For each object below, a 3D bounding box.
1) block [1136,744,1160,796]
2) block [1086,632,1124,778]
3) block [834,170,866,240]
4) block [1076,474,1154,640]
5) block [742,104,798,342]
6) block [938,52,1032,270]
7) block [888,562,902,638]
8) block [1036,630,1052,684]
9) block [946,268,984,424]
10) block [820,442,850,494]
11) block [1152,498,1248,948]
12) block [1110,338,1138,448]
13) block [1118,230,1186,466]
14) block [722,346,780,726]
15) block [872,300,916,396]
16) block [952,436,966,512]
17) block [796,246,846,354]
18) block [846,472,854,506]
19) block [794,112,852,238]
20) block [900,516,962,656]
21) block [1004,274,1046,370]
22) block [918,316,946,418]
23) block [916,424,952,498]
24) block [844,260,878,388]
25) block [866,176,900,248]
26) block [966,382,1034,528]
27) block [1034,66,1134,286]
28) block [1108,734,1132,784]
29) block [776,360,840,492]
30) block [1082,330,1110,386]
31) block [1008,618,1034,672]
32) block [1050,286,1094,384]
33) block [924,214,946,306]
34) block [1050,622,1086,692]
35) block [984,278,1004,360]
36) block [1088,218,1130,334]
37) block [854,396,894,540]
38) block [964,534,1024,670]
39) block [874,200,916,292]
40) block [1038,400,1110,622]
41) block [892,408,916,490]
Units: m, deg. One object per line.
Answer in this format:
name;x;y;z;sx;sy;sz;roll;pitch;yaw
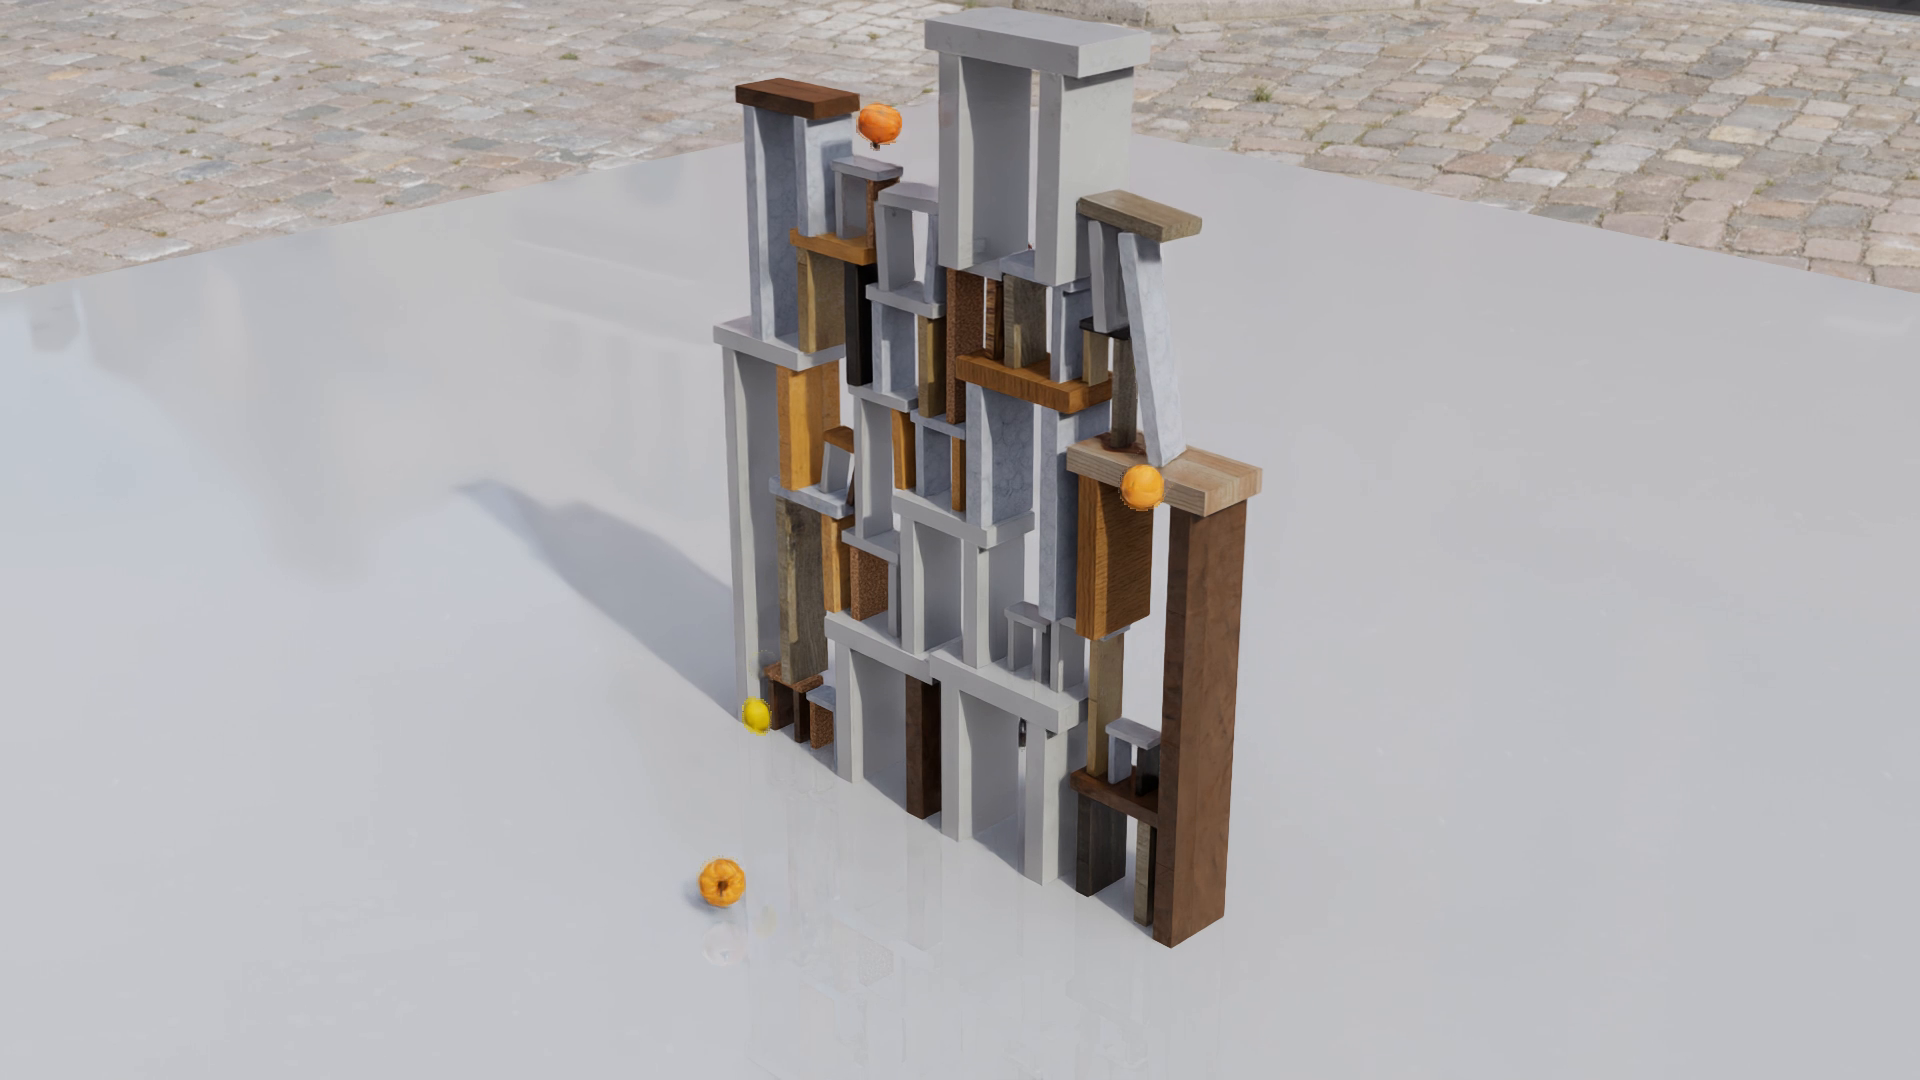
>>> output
block;0.344;0.415;4.024;0.014;0.100;0.050;21;31;40
block;0.269;0.297;4.064;0.020;0.285;0.072;21;31;40
block;-0.206;-0.641;4.181;0.065;0.131;0.018;-20;30;-39
block;0.278;0.011;3.927;0.044;0.308;0.154;21;31;41
block;-0.365;-0.633;4.347;0.114;0.470;0.032;-21;31;-41
block;0.044;-0.680;3.878;0.178;0.377;0.050;-21;32;-40
block;-0.105;0.105;4.386;0.023;0.166;0.083;22;31;40
block;0.166;0.211;4.134;0.015;0.108;0.054;21;31;41
block;0.010;-0.365;4.060;0.022;0.301;0.076;22;32;40
block;-0.250;-0.152;4.435;0.058;0.115;0.016;-19;41;-38
block;0.424;0.322;3.902;0.154;0.860;0.044;-21;31;-41
block;0.286;-0.260;3.807;0.014;0.197;0.051;21;31;41
block;0.325;-0.330;3.712;0.027;0.402;0.095;2;21;32
block;-0.426;-0.013;4.686;0.131;0.863;0.037;-21;31;-41
block;-0.126;-0.376;4.190;0.026;0.182;0.091;20;31;38
block;0.018;-0.134;4.143;0.074;0.148;0.021;-22;31;-40
block;-0.268;-0.482;4.320;0.106;0.212;0.030;-21;32;-40
block;-0.190;-0.125;4.383;0.058;0.115;0.016;-22;49;-41
block;-0.258;-0.702;4.200;0.114;0.229;0.032;-20;29;-39
block;-0.056;0.071;4.309;0.129;0.287;0.036;-21;31;-40
block;0.117;-0.398;3.924;0.024;0.170;0.085;20;30;41
block;-0.036;-0.335;4.119;0.091;0.199;0.026;-22;32;-39
block;-0.051;-0.161;4.207;0.074;0.148;0.021;-22;31;-40
block;-0.172;-0.426;4.230;0.030;0.244;0.106;21;31;40
block;-0.144;-0.617;4.124;0.065;0.130;0.018;-21;32;-40
block;0.074;-0.173;4.070;0.039;0.278;0.139;21;31;41
block;0.210;-0.624;3.722;0.178;0.356;0.050;-22;32;-40
block;0.296;0.397;4.065;0.014;0.100;0.050;21;31;40
block;-0.305;-0.242;4.458;0.131;0.263;0.037;-20;30;-39
block;0.237;-0.322;3.833;0.014;0.102;0.051;21;31;40
block;0.115;0.191;4.181;0.015;0.108;0.054;21;31;41
block;0.199;-0.367;3.849;0.085;0.170;0.024;-20;31;-38
block;-0.023;-0.522;4.016;0.024;0.171;0.085;28;36;37
block;0.201;0.206;4.098;0.020;0.144;0.072;21;31;41
block;0.081;-0.406;3.965;0.076;0.152;0.022;-22;33;-40
block;0.265;-0.456;3.734;0.027;0.191;0.095;14;27;43
block;-0.171;-0.151;4.336;0.023;0.298;0.081;21;31;40
block;0.065;0.105;4.192;0.036;0.257;0.129;21;31;41
block;-0.122;-0.557;4.094;0.024;0.171;0.085;15;32;31
block;0.206;-0.063;3.975;0.039;0.408;0.139;21;31;40
block;-0.092;-0.185;4.245;0.023;0.163;0.081;18;29;41
